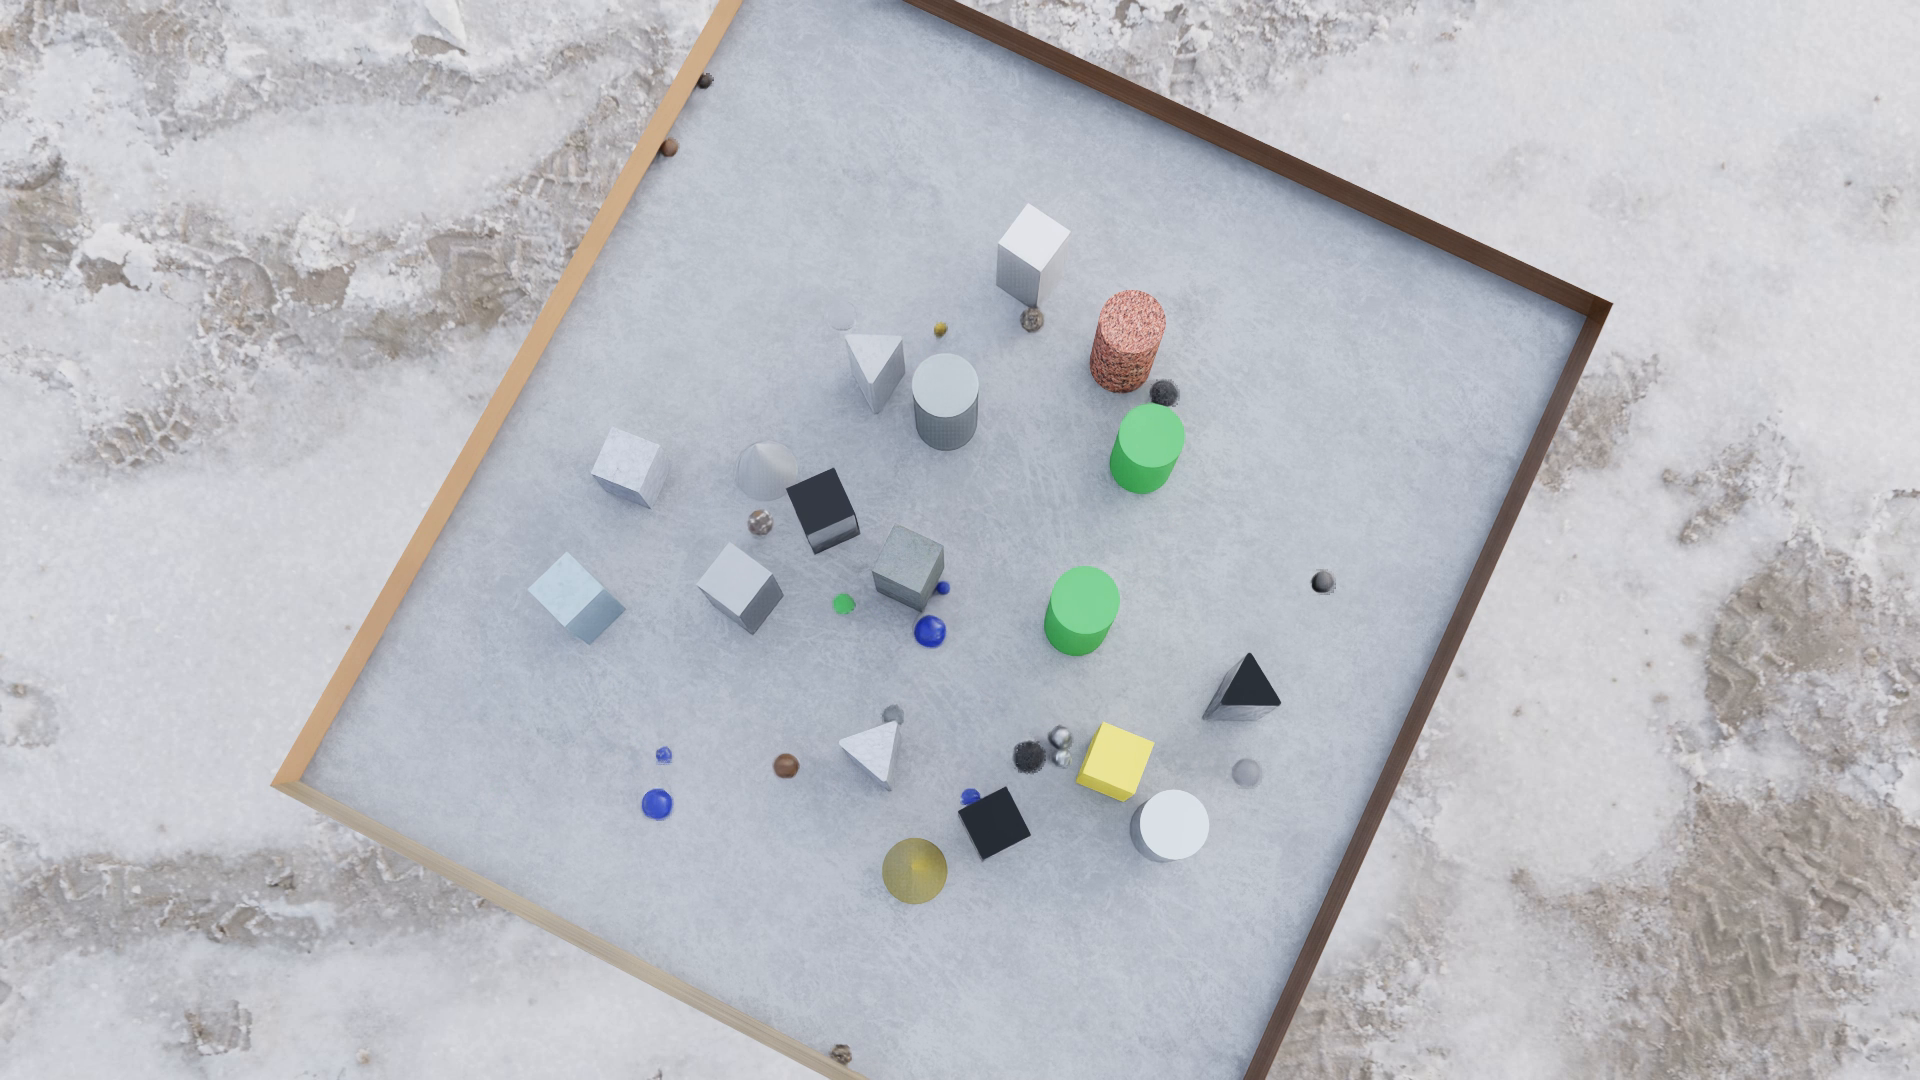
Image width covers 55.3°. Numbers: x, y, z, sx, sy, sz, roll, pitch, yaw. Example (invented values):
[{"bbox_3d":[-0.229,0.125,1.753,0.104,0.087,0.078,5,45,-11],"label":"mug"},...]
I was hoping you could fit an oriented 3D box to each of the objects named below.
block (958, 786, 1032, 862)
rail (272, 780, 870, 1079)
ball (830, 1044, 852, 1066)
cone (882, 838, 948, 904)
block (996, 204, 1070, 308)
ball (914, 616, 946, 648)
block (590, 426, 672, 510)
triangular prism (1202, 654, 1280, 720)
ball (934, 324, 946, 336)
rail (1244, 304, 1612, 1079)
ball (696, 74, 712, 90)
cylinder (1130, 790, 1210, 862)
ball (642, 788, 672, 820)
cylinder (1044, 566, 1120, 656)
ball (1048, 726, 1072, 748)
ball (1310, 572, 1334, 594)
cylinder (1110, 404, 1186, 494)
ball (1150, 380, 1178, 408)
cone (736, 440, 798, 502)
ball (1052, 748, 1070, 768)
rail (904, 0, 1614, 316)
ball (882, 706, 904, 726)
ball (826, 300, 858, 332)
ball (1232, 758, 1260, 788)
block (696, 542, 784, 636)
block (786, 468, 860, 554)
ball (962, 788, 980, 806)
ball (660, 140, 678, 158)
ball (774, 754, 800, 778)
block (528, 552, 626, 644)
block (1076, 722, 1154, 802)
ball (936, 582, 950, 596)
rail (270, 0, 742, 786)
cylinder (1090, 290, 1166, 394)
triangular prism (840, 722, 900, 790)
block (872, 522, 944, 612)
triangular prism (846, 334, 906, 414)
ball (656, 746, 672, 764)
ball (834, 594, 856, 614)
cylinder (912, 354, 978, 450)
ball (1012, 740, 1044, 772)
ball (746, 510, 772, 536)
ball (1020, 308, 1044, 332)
[{"bbox_3d":[0.098,0.828,5.320,0.155,0.245,0.155,-27,80,-5],"label":"block"},{"bbox_3d":[-0.687,1.353,5.271,2.940,0.126,0.045,26,80,5],"label":"rail"},{"bbox_3d":[-0.342,1.483,5.278,0.063,0.063,0.063,0,78,0],"label":"ball"},{"bbox_3d":[-0.133,0.940,5.233,0.193,0.370,0.193,0,78,0],"label":"cone"},{"bbox_3d":[0.221,-0.859,5.607,0.155,0.367,0.155,35,80,7],"label":"block"},{"bbox_3d":[-0.089,0.274,5.510,0.097,0.097,0.097,0,78,0],"label":"ball"},{"bbox_3d":[-0.991,-0.215,5.540,0.155,0.237,0.155,21,79,4],"label":"block"},{"bbox_3d":[0.812,0.427,5.323,0.168,0.402,0.145,0,78,0],"label":"triangular prism"},{"bbox_3d":[-0.063,-0.656,5.731,0.041,0.041,0.041,0,78,0],"label":"ball"},{"bbox_3d":[1.294,0.640,5.419,0.045,0.126,3.121,26,80,5],"label":"rail"},{"bbox_3d":[-0.825,-1.475,5.896,0.050,0.050,0.050,0,78,0],"label":"ball"},{"bbox_3d":[0.600,0.828,5.281,0.193,0.321,0.193,0,78,0],"label":"cylinder"},{"bbox_3d":[-0.894,0.779,5.409,0.091,0.091,0.091,0,78,0],"label":"ball"},{"bbox_3d":[0.352,0.212,5.348,0.193,0.440,0.193,0,78,0],"label":"cylinder"},{"bbox_3d":[0.298,0.587,5.460,0.069,0.069,0.069,0,78,0],"label":"ball"},{"bbox_3d":[1.098,0.128,5.555,0.069,0.069,0.069,0,78,0],"label":"ball"},{"bbox_3d":[0.559,-0.271,5.501,0.193,0.335,0.193,0,78,0],"label":"cylinder"},{"bbox_3d":[0.629,-0.450,5.665,0.087,0.087,0.087,0,78,0],"label":"ball"},{"bbox_3d":[-0.598,-0.247,5.501,0.193,0.326,0.193,0,78,0],"label":"cone"},{"bbox_3d":[0.299,0.649,5.454,0.055,0.055,0.055,0,78,0],"label":"ball"},{"bbox_3d":[0.687,-1.339,5.828,2.940,0.126,0.045,26,80,5],"label":"rail"},{"bbox_3d":[-0.198,0.526,5.474,0.066,0.066,0.066,0,78,0],"label":"ball"},{"bbox_3d":[-0.368,-0.700,5.712,0.097,0.097,0.097,0,78,0],"label":"ball"},{"bbox_3d":[0.848,0.690,5.430,0.085,0.085,0.085,0,78,0],"label":"ball"},{"bbox_3d":[-0.644,0.148,5.400,0.155,0.363,0.155,36,81,7],"label":"block"},{"bbox_3d":[-0.407,-0.084,5.488,0.155,0.287,0.155,-24,79,-5],"label":"block"},{"bbox_3d":[0.032,0.763,5.430,0.057,0.057,0.057,0,78,0],"label":"ball"},{"bbox_3d":[-0.929,-1.250,5.847,0.056,0.056,0.056,0,78,0],"label":"ball"},{"bbox_3d":[-0.514,0.671,5.439,0.076,0.076,0.076,0,78,0],"label":"ball"},{"bbox_3d":[-1.124,0.176,5.398,0.155,0.358,0.155,44,82,8],"label":"block"},{"bbox_3d":[0.444,0.645,5.302,0.155,0.354,0.155,22,79,4],"label":"block"},{"bbox_3d":[-0.052,0.147,5.565,0.042,0.042,0.042,0,78,0],"label":"ball"},{"bbox_3d":[-1.294,-0.627,5.681,0.045,0.126,3.121,26,80,5],"label":"rail"},{"bbox_3d":[0.501,-0.593,5.528,0.193,0.414,0.193,0,78,0],"label":"cylinder"},{"bbox_3d":[-0.224,0.600,5.276,0.168,0.423,0.145,40,81,8],"label":"triangular prism"},{"bbox_3d":[-0.150,0.086,5.423,0.155,0.345,0.155,25,79,5],"label":"block"},{"bbox_3d":[-0.277,-0.531,5.552,0.145,0.341,0.168,32,80,6],"label":"triangular prism"},{"bbox_3d":[-0.881,0.641,5.459,0.050,0.050,0.050,0,78,0],"label":"ball"},{"bbox_3d":[-0.349,0.194,5.544,0.063,0.063,0.063,0,78,0],"label":"ball"},{"bbox_3d":[-0.042,-0.410,5.502,0.193,0.391,0.193,0,78,0],"label":"cylinder"},{"bbox_3d":[0.202,0.641,5.436,0.095,0.095,0.095,0,78,0],"label":"ball"},{"bbox_3d":[-0.610,-0.051,5.587,0.078,0.078,0.078,0,78,0],"label":"ball"},{"bbox_3d":[0.223,-0.687,5.720,0.076,0.076,0.076,0,78,0],"label":"ball"}]
